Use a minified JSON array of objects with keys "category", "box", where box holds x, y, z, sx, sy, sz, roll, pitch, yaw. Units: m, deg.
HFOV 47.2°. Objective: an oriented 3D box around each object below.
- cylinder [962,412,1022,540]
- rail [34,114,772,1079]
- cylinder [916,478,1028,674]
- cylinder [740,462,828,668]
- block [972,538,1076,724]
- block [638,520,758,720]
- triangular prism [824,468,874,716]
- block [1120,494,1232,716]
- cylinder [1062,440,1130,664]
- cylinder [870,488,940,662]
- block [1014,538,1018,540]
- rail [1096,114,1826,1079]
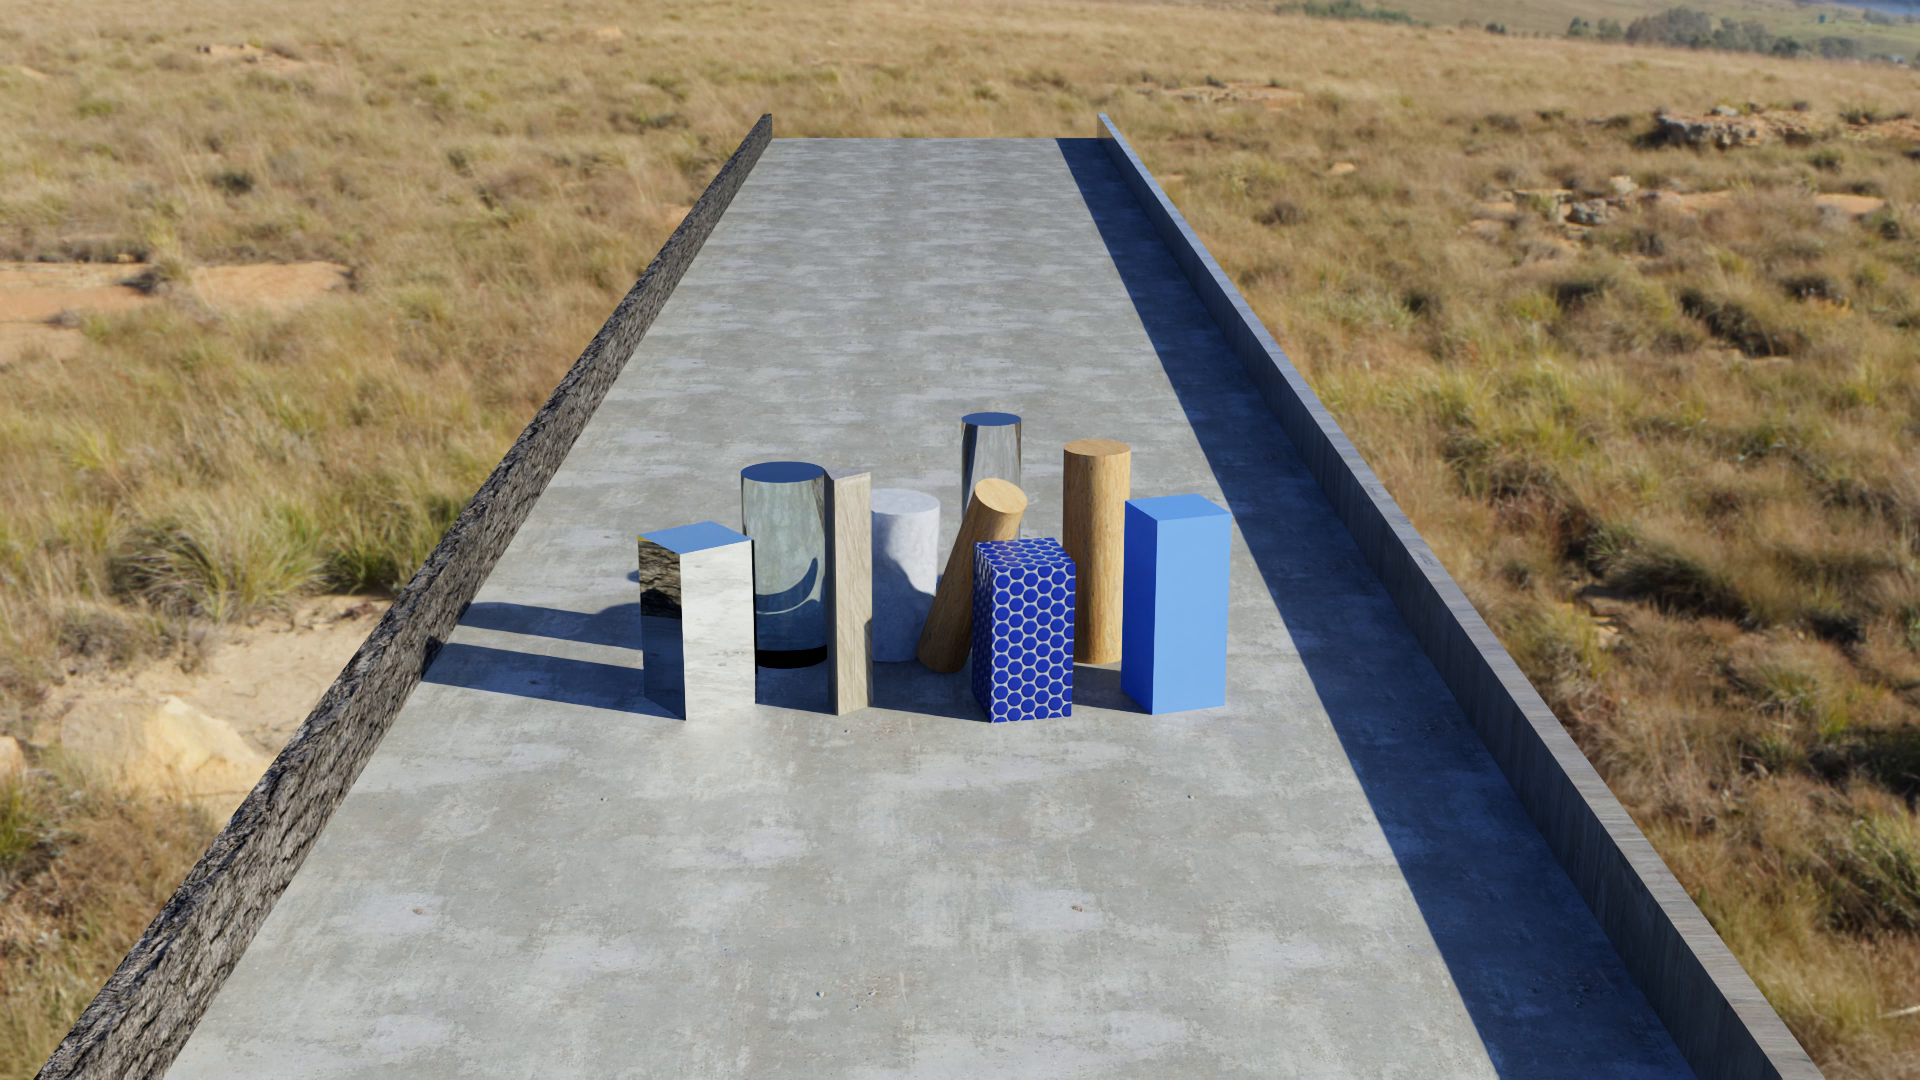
[{"category":"cylinder","box":[0.065,-0.043,4.611,0.124,0.433,0.124,0,17,0]},{"category":"rail","box":[-1.118,-0.838,7.780,0.050,0.150,12.000,0,17,-1]},{"category":"cylinder","box":[0.020,0.073,4.255,0.103,0.412,0.103,13,37,-10]},{"category":"cylinder","box":[-0.349,0.049,4.391,0.168,0.382,0.168,0,17,0]},{"category":"block","box":[0.117,0.167,4.122,0.155,0.302,0.155,-4,20,-12]},{"category":"block","box":[-0.494,0.150,4.154,0.159,0.324,0.159,-12,20,-35]},{"category":"triangular prism","box":[-0.224,0.093,4.111,0.089,0.458,0.077,-15,22,-41]},{"category":"block","box":[0.407,0.120,4.160,0.150,0.379,0.150,-6,17,-19]},{"category":"cylinder","box":[0.271,0.023,4.394,0.132,0.430,0.132,0,17,0]},{"category":"cylinder","box":[-0.136,0.070,4.435,0.180,0.310,0.180,2,17,-1]},{"category":"block","box":[0.223,0.081,4.770,0.380,0.105,0.105,9,19,28]},{"category":"rail","box":[0.932,-0.844,7.801,0.050,0.150,12.000,0,17,-1]}]
